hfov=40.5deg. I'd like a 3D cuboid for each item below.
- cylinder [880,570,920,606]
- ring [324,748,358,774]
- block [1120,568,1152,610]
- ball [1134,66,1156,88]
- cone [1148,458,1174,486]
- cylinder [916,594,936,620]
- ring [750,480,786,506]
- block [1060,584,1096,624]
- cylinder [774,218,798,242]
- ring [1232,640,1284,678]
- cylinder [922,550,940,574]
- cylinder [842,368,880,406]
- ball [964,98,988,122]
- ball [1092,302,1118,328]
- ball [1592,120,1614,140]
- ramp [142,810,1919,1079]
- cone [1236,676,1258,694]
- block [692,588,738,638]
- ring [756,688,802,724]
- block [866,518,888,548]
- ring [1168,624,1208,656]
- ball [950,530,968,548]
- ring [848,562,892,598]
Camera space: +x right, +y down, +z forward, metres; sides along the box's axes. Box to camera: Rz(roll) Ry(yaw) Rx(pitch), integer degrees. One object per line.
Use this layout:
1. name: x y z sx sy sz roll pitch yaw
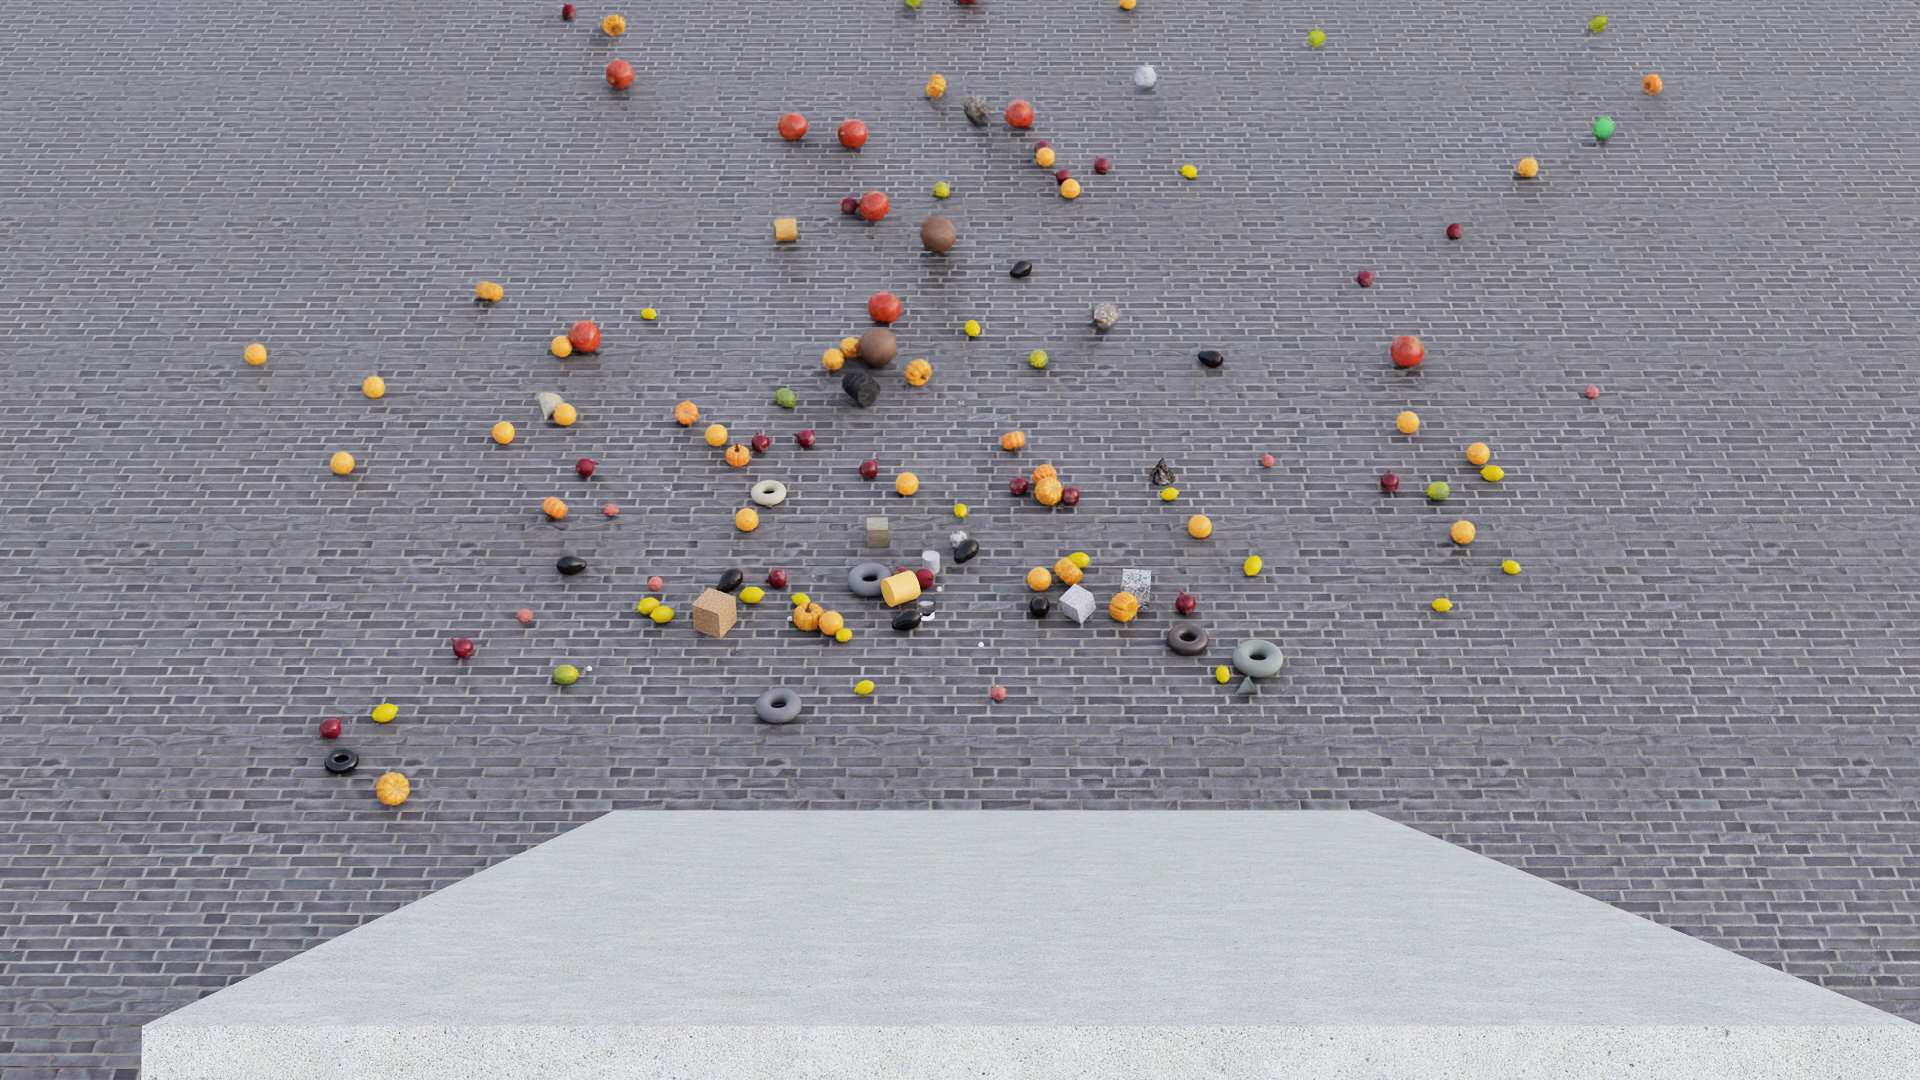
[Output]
1. cylinder: -0.177 0.145 7.744 0.087 0.087 0.087 -19 41 -24
2. ring: -1.705 0.609 7.170 0.094 0.031 0.094 1 36 0
3. block: 0.524 0.146 7.744 0.083 0.083 0.083 4 37 5
4. ball: 0.742 -1.853 10.411 0.087 0.087 0.087 0 37 0
5. cone: 0.640 -0.230 8.246 0.084 0.084 0.084 0 37 0
6. cylinder: -0.100 0.199 7.696 0.057 0.057 0.057 0 37 0
7. ring: -0.602 -0.148 8.177 0.112 0.037 0.112 -1 37 1
8. block: 0.348 0.188 7.684 0.070 0.070 0.070 30 64 34
9. cylinder: -0.634 -1.125 9.447 0.077 0.077 0.077 -11 38 -7
10. ring: 0.860 0.342 7.513 0.147 0.049 0.147 -1 36 0
11. cylinder: -0.087 0.068 7.875 0.052 0.052 0.052 0 37 0
12. cylinder: -0.328 -0.506 8.609 0.090 0.090 0.090 -24 43 -28
13. ball: 0.065 -1.685 10.180 0.095 0.095 0.095 0 37 0
14. ball: 0.501 -0.774 8.971 0.086 0.086 0.086 0 37 0
15. ball: 2.490 -1.590 10.067 0.078 0.078 0.078 0 37 0
16. ramp: 0.081 0.683 4.918 2.000 0.100 4.000 0 -2 0
17. cone: 0.810 0.425 7.420 0.059 0.059 0.059 -30 39 5
18. block: -0.721 0.215 7.645 0.092 0.092 0.092 18 40 22
19. ring: -0.512 0.468 7.349 0.133 0.044 0.133 -1 37 1
20. block: -0.253 -0.024 7.987 0.065 0.065 0.065 -2 37 -2
21. ring: 0.665 0.290 7.588 0.122 0.041 0.122 0 38 0
22. ball: -0.004 -0.001 7.965 0.054 0.054 0.054 0 37 0
23. ring: -0.270 0.119 7.812 0.139 0.046 0.139 0 38 0
